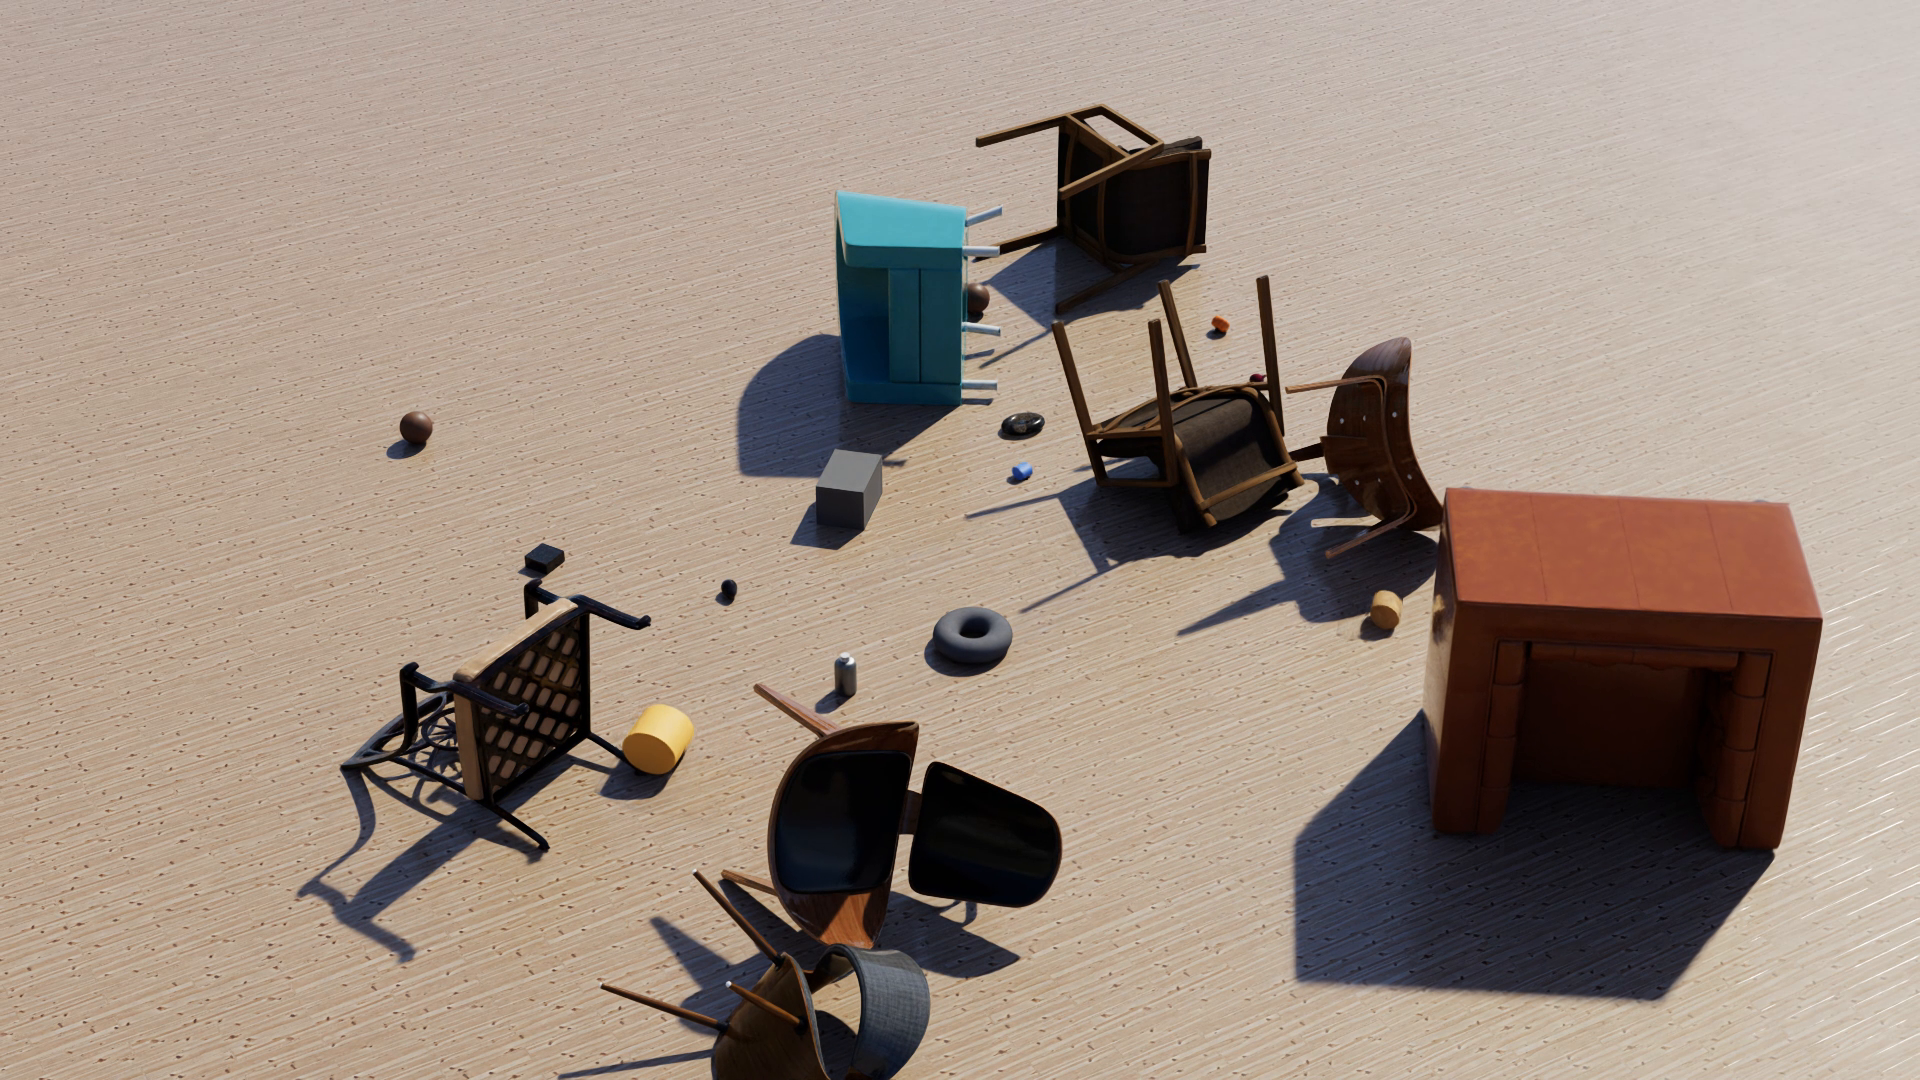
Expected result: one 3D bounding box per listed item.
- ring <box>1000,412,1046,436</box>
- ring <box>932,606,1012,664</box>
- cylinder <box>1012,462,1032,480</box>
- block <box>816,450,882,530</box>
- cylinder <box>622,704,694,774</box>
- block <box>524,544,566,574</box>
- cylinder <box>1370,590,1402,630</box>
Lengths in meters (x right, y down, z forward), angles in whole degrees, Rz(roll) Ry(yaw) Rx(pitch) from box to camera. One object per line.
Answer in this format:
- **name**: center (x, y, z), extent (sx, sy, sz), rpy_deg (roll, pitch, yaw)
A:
- **ring**: center (0.249, -0.459, 11.602), extent (0.184, 0.044, 0.132), rpy_deg (-15, 36, -20)
- **ring**: center (0.045, 0.336, 10.357), extent (0.283, 0.087, 0.301), rpy_deg (8, 33, 10)
- **cylinder**: center (0.240, -0.267, 11.304), extent (0.062, 0.050, 0.053), rpy_deg (34, 46, 31)
- **block**: center (-0.418, -0.191, 11.079), extent (0.185, 0.170, 0.271), rpy_deg (8, 34, 11)
- **cylinder**: center (-1.006, 0.664, 9.781), extent (0.189, 0.147, 0.195), rpy_deg (22, 30, 4)
- **block**: center (-1.529, 0.069, 10.796), extent (0.102, 0.047, 0.106), rpy_deg (19, 38, 26)
- **cylinder**: center (1.520, 0.249, 10.474), extent (0.111, 0.094, 0.094), rpy_deg (41, 34, -12)
